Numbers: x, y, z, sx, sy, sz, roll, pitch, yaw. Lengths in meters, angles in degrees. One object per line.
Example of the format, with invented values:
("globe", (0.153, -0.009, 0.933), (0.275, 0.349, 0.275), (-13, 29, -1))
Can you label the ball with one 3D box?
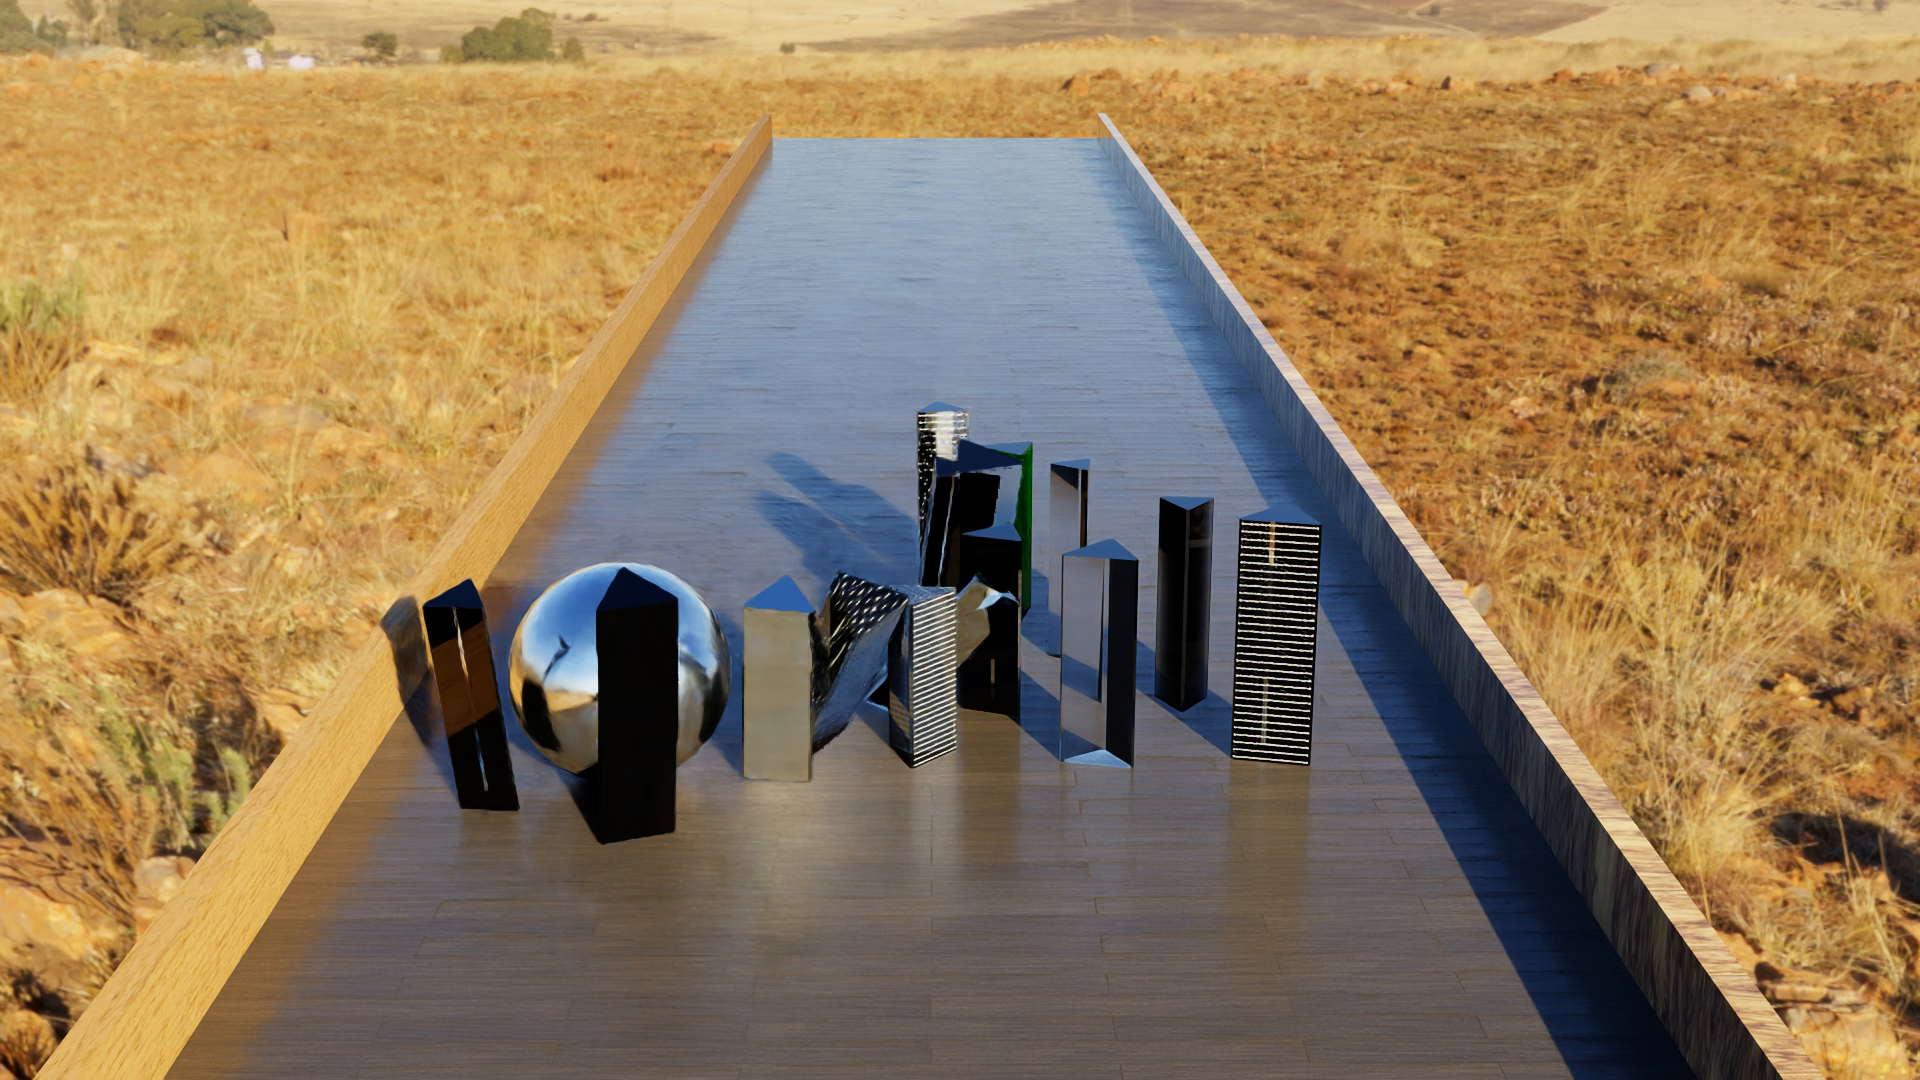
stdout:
("ball", (-0.585, 0.228, 3.788), (0.383, 0.383, 0.383), (0, 17, 0))

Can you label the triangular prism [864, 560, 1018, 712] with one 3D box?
("triangular prism", (-0.047, 0.175, 4.048), (0.111, 0.318, 0.096), (29, 23, -34))

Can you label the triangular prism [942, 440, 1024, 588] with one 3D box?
("triangular prism", (0.005, 0.024, 4.337), (0.143, 0.442, 0.124), (-9, 33, -27))

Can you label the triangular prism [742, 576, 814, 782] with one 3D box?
("triangular prism", (-0.305, 0.237, 3.760), (0.117, 0.358, 0.101), (5, 33, 1))

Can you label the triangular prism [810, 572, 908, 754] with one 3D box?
("triangular prism", (-0.221, 0.208, 3.740), (0.108, 0.440, 0.124), (44, 54, 13))

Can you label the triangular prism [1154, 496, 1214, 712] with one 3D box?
("triangular prism", (0.410, 0.116, 4.144), (0.086, 0.396, 0.099), (11, 20, 32))

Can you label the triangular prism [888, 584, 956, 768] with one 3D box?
("triangular prism", (-0.086, 0.234, 3.907), (0.105, 0.304, 0.121), (13, 21, 38))

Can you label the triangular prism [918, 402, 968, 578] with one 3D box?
("triangular prism", (-0.044, -0.103, 4.879), (0.112, 0.396, 0.097), (-2, 17, -8))

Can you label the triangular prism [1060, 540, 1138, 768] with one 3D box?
("triangular prism", (0.254, 0.198, 3.890), (0.132, 0.383, 0.114), (4, 17, 13))

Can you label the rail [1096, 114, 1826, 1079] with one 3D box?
("rail", (0.932, -0.844, 7.801), (0.050, 0.150, 12.000), (0, 17, -1))

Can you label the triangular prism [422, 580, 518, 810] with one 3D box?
("triangular prism", (-0.796, 0.258, 3.642), (0.102, 0.396, 0.088), (1, 29, 8))

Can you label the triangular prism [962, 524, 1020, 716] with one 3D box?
("triangular prism", (0.077, 0.146, 4.133), (0.115, 0.343, 0.100), (7, 18, 22))

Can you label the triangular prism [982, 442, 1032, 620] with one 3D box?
("triangular prism", (0.116, -0.022, 4.660), (0.118, 0.366, 0.102), (15, 22, 41))

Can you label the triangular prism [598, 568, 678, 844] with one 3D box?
("triangular prism", (-0.526, 0.264, 3.511), (0.125, 0.456, 0.108), (-8, 34, -20))

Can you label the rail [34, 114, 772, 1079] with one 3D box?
("rail", (-1.118, -0.838, 7.780), (0.050, 0.150, 12.000), (0, 17, -1))

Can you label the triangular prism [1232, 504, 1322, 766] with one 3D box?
("triangular prism", (0.565, 0.165, 3.895), (0.138, 0.444, 0.120), (4, 17, 13))

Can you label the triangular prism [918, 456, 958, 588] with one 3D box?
("triangular prism", (-0.051, 0.023, 4.441), (0.095, 0.394, 0.082), (-11, 34, -32))

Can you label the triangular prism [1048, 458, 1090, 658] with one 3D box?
("triangular prism", (0.235, 0.039, 4.392), (0.087, 0.400, 0.075), (12, 20, 35))
